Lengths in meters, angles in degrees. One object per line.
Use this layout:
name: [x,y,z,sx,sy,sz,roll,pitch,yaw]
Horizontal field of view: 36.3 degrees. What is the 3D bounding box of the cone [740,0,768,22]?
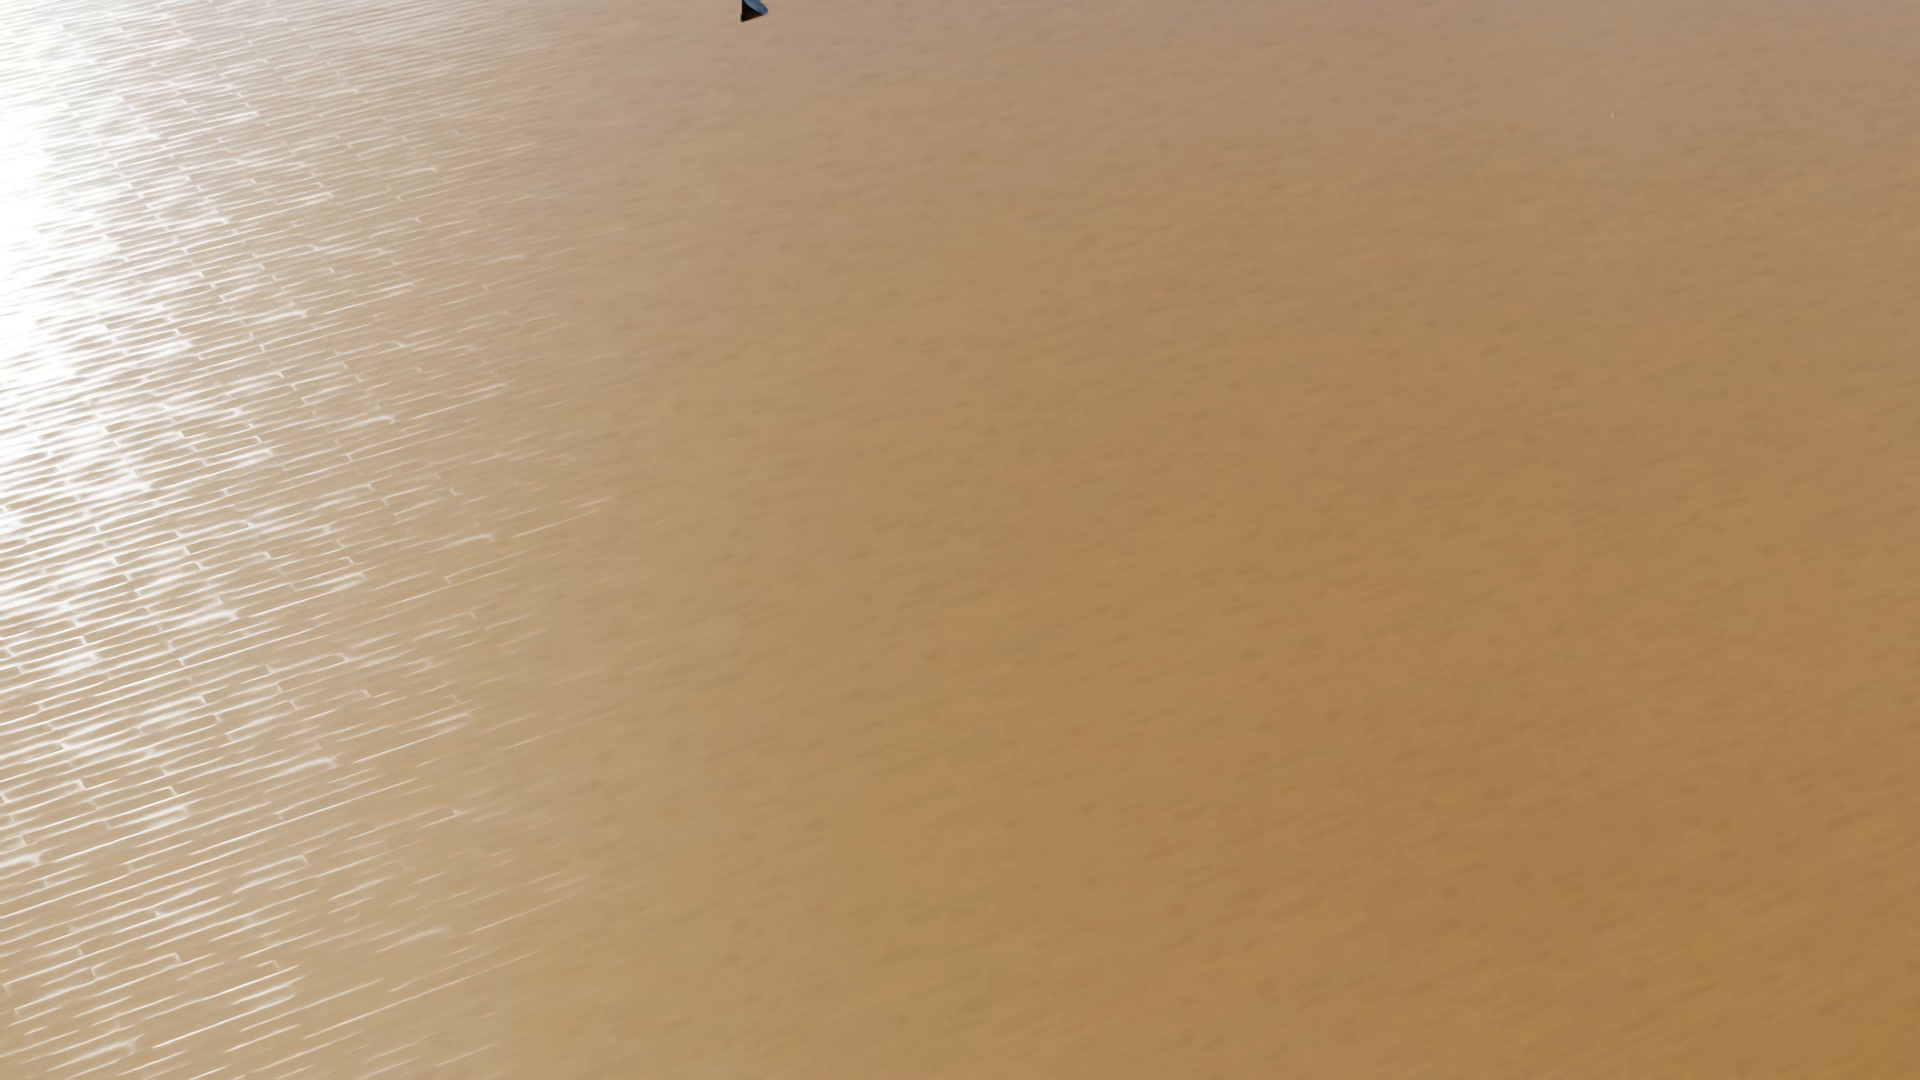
cone: [-0.696,-1.726,9.615,0.109,0.086,0.085,18,37,-38]
